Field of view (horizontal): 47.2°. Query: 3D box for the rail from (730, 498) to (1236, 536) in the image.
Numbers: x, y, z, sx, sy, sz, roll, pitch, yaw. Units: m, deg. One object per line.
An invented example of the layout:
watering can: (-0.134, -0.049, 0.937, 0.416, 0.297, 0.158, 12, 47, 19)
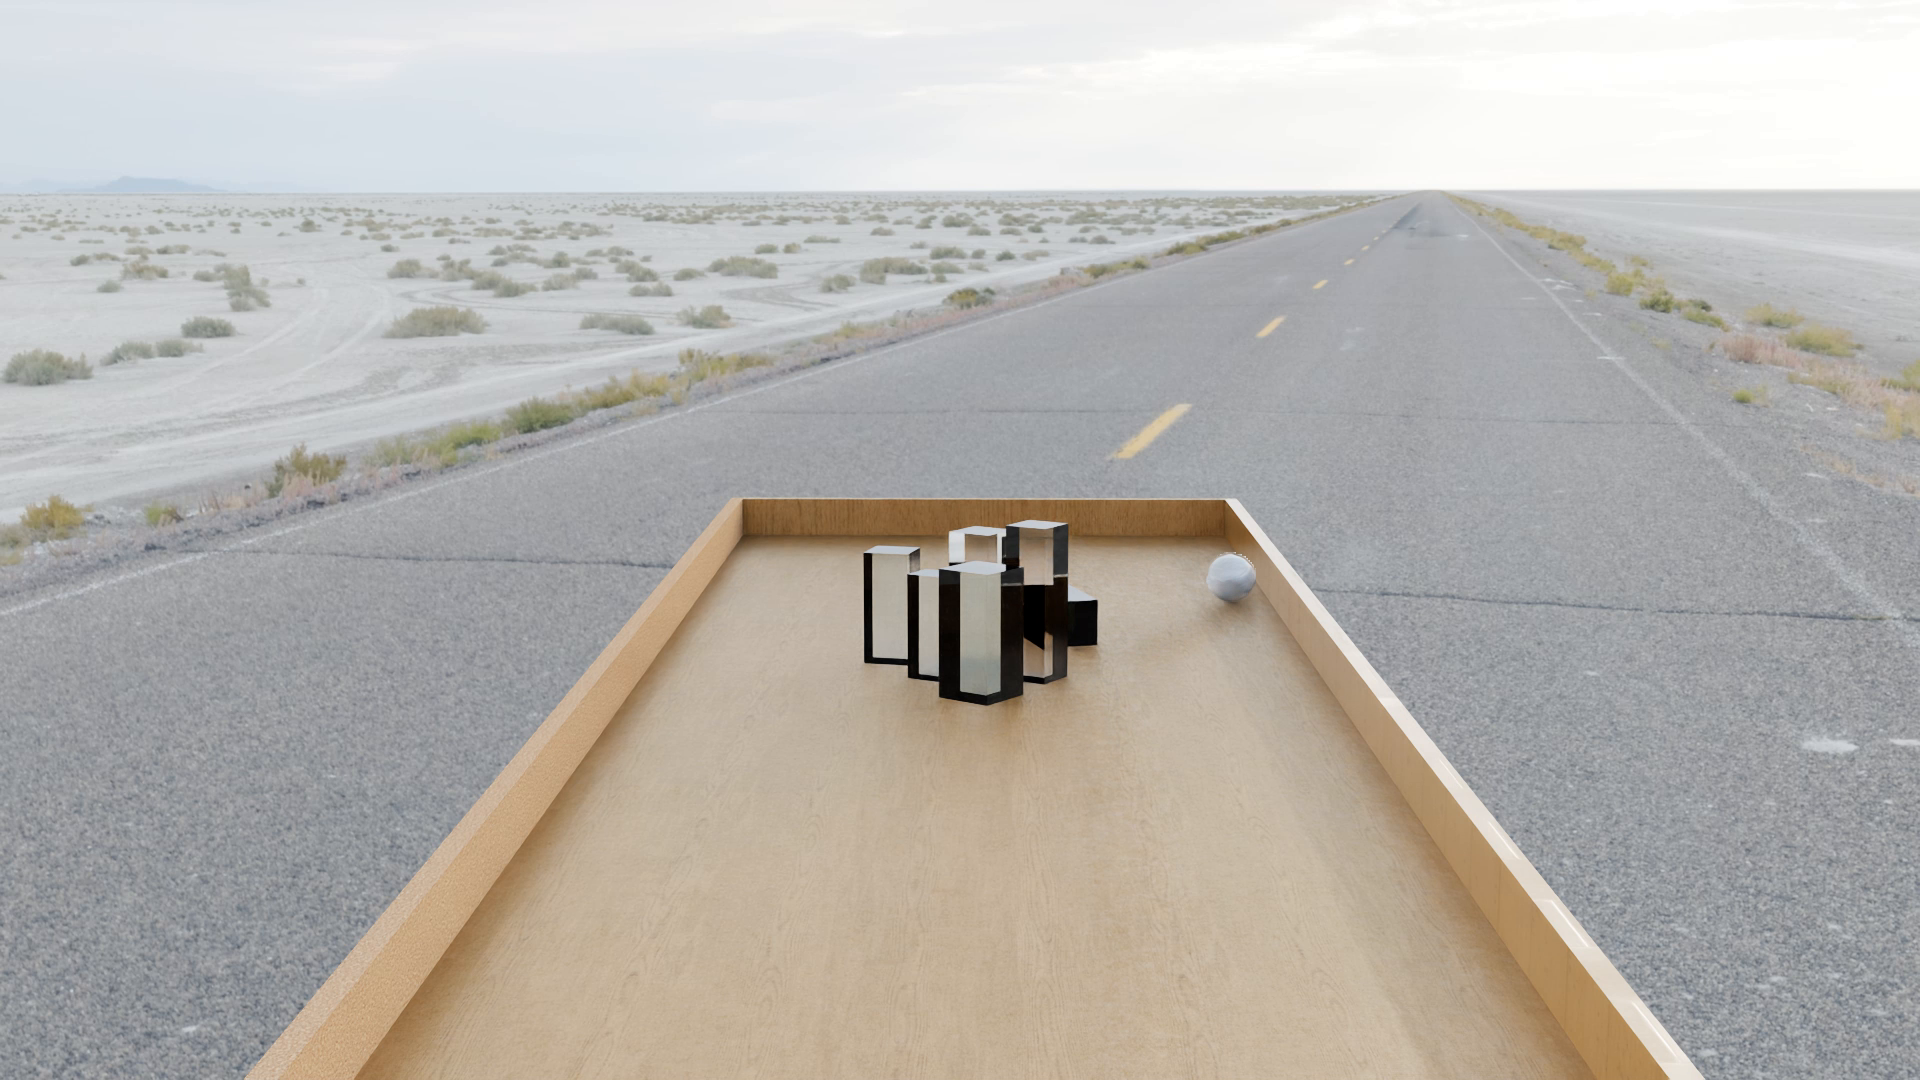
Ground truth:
rail: (0.099, -0.098, 9.147, 2.100, 0.150, 0.050, 0, 9, 1)

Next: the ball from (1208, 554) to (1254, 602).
ball: (0.942, 0.133, 7.641, 0.165, 0.165, 0.165, 0, 9, 0)

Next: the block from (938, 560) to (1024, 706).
block: (0.060, 0.260, 6.193, 0.171, 0.369, 0.171, 7, 11, 37)

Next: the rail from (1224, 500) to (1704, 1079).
rail: (1.046, 0.843, 3.208, 0.050, 0.150, 12.000, 0, 9, 1)

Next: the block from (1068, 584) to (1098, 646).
block: (0.315, 0.236, 7.059, 0.145, 0.145, 0.350, -3, 9, -16)

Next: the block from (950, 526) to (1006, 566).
block: (0.066, 0.169, 6.674, 0.142, 0.398, 0.142, 6, 11, 34)

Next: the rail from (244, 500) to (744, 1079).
rail: (-1.004, 0.839, 3.234, 0.050, 0.150, 12.000, 0, 9, 1)

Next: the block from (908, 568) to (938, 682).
block: (-0.082, 0.249, 6.448, 0.105, 0.309, 0.105, 5, 10, 30)

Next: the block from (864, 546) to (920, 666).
block: (-0.206, 0.198, 6.679, 0.138, 0.339, 0.138, 2, 9, 15)

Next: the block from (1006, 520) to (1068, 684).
block: (0.225, 0.180, 6.421, 0.133, 0.455, 0.133, 6, 11, 32)
